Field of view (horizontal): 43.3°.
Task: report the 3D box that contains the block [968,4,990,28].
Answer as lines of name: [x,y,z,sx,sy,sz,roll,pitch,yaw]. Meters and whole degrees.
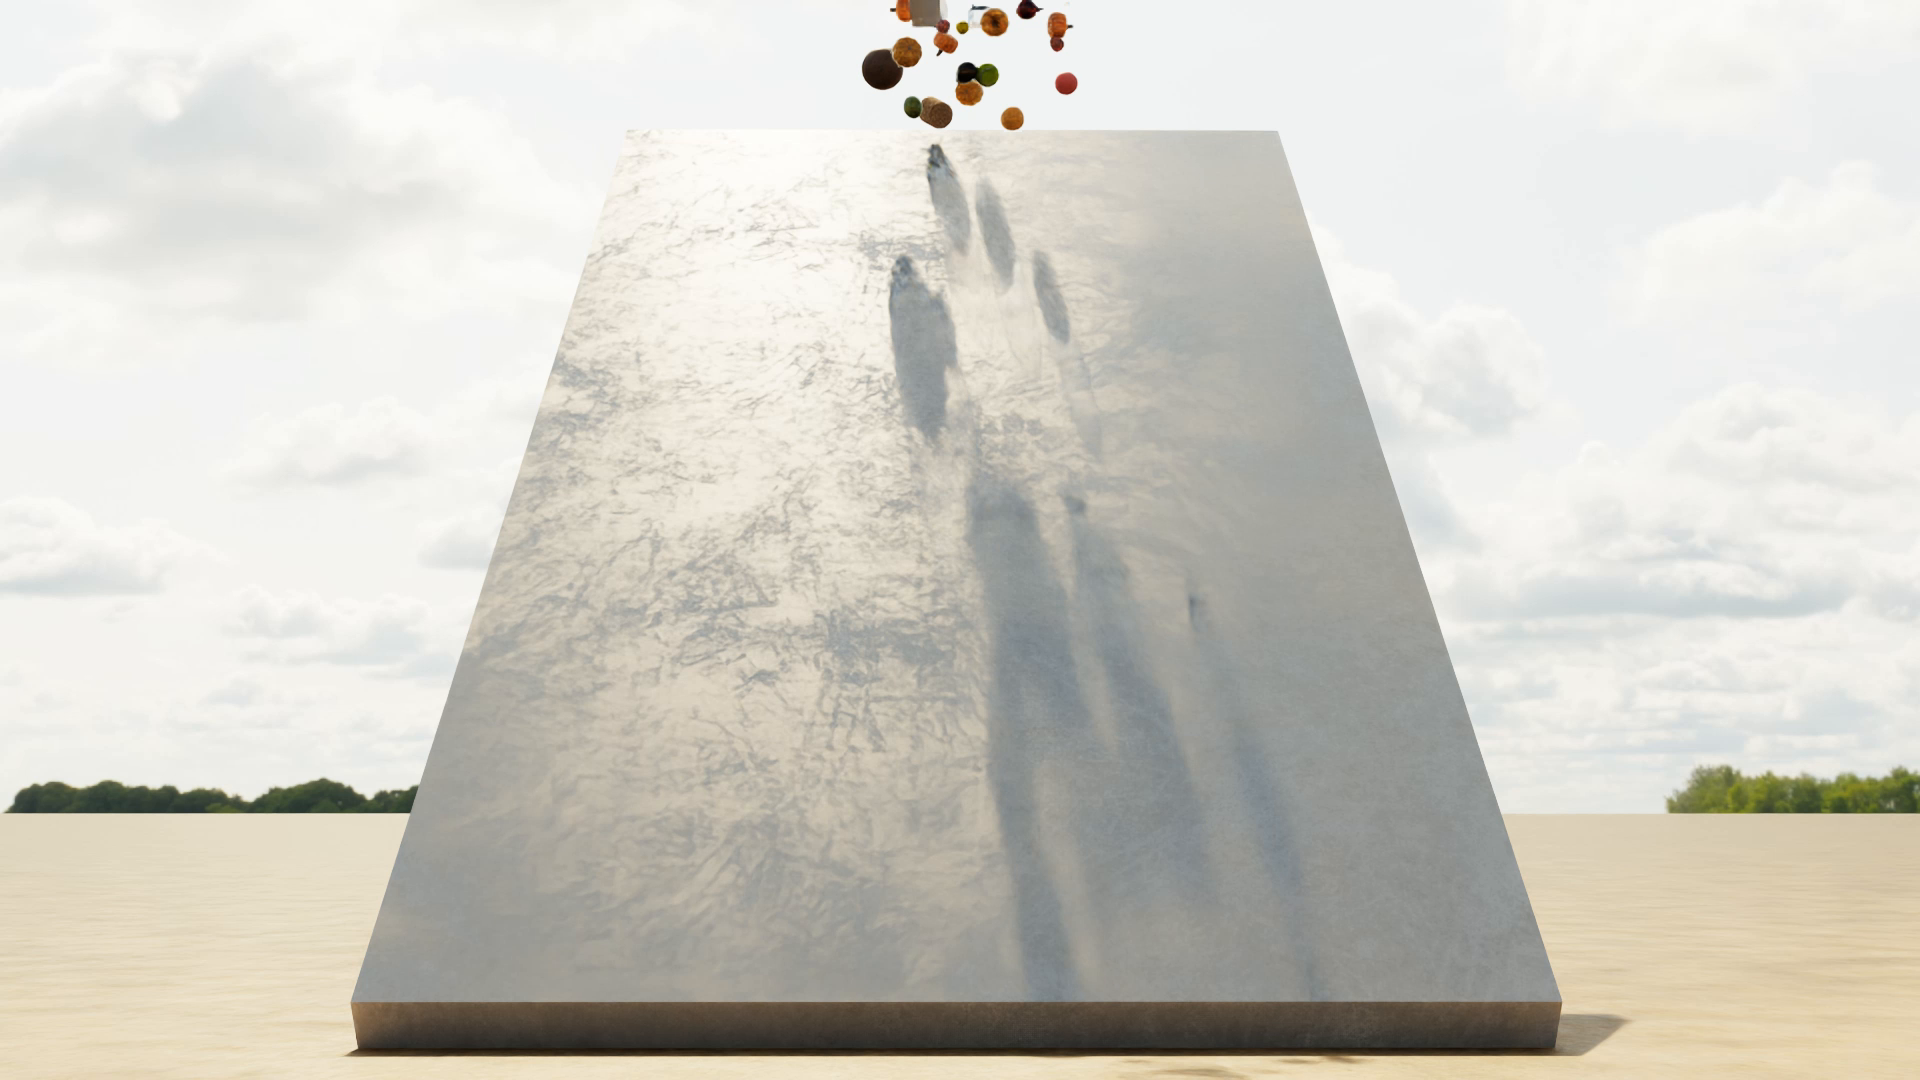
block: [0.057,-1.603,7.420,0.052,0.052,0.052,1,-9,-17]

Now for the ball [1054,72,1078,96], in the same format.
ball: [0.306,-1.315,6.970,0.067,0.067,0.067,0,-6,0]

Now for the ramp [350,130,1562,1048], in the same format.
ramp: [-0.013,-0.206,5.745,2.000,0.100,4.000,0,30,0]

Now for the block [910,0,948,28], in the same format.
block: [-0.097,-1.645,7.464,0.095,0.095,0.095,2,35,11]

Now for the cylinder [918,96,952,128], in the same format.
cylinder: [-0.076,-1.306,7.402,0.082,0.082,0.082,3,21,-29]
